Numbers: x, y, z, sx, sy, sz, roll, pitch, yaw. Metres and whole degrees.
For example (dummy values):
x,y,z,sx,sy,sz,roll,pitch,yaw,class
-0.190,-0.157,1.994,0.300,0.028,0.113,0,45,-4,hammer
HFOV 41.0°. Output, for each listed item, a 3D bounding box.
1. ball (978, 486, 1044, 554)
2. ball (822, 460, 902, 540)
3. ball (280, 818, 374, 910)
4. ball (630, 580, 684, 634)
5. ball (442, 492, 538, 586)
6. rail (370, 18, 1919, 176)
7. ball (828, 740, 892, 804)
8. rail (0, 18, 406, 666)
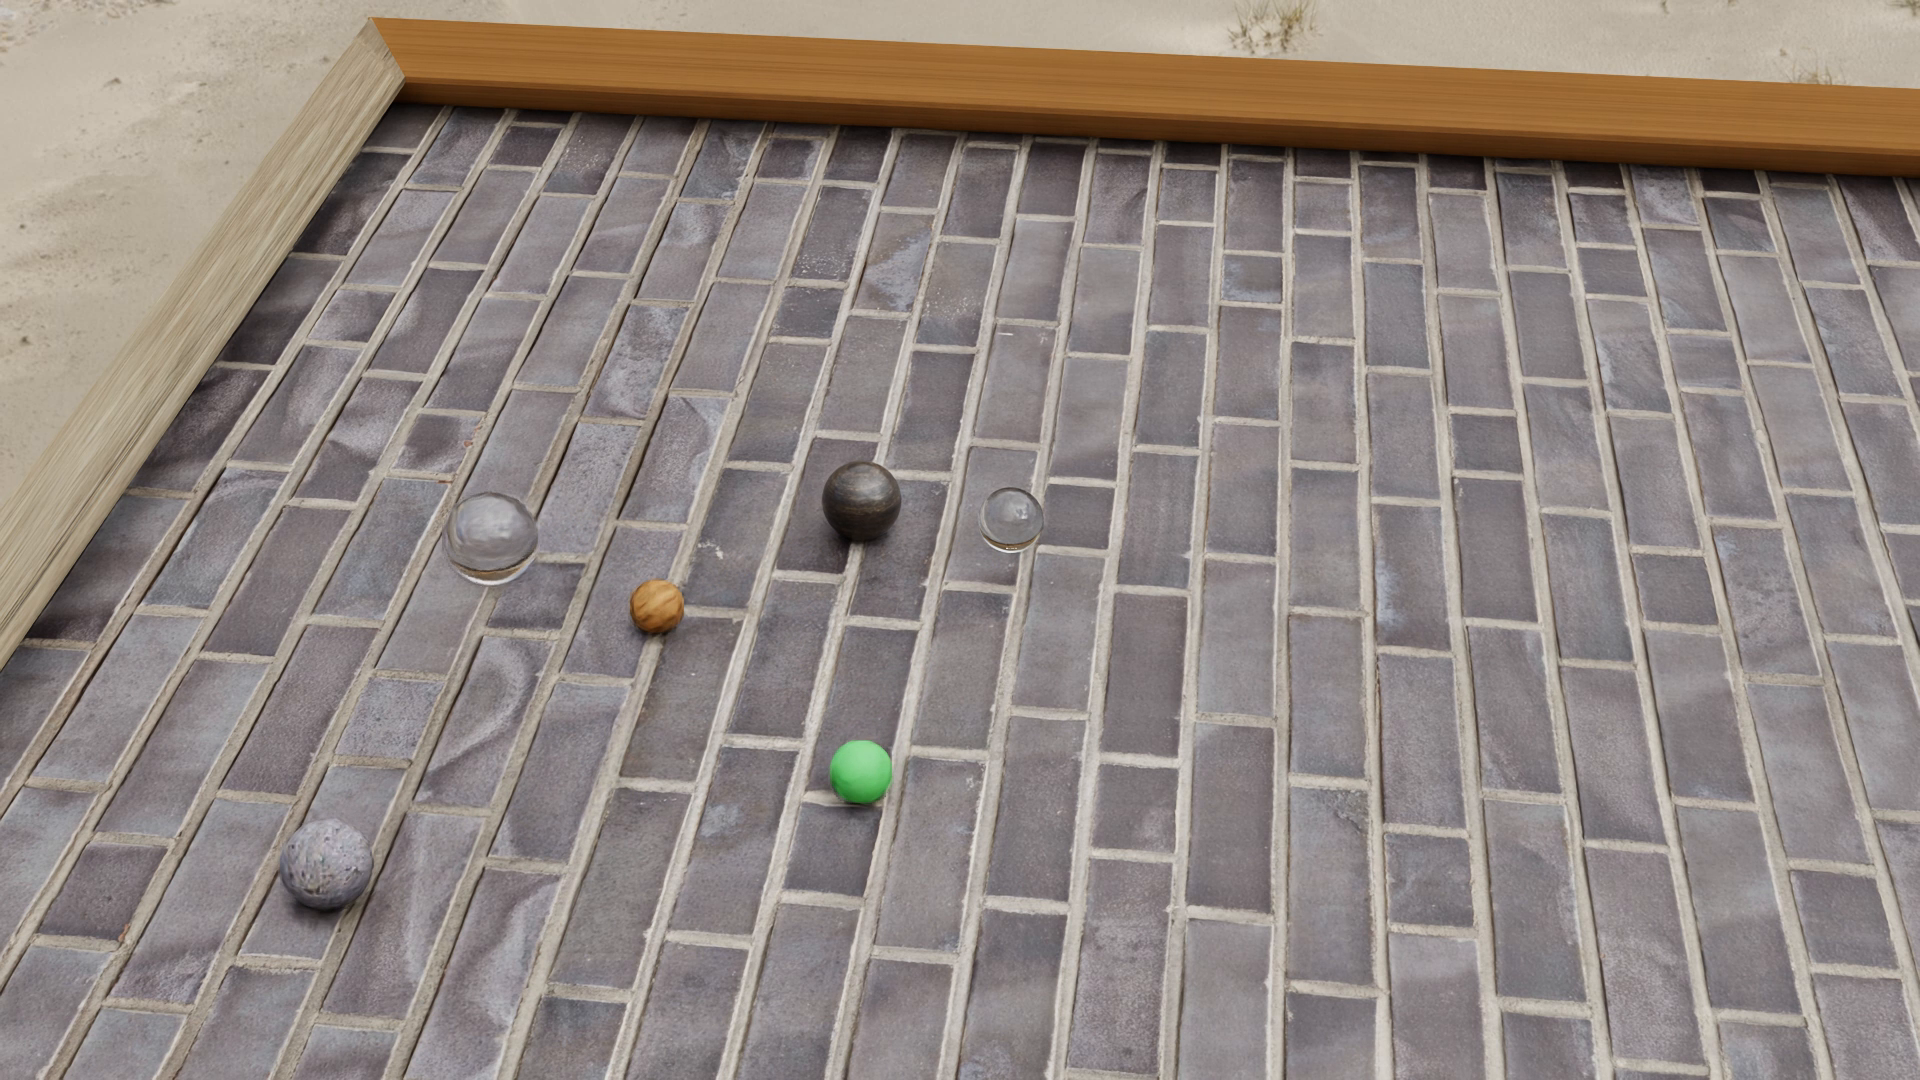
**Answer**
x,y,z,sx,sy,sz,roll,pitch,yaw,class
0.040,-0.016,2.000,0.052,0.052,0.052,0,35,0,ball
-0.077,-0.031,2.013,0.063,0.063,0.063,0,35,0,ball
-0.411,0.211,1.667,0.059,0.059,0.059,0,35,0,ball
-0.226,0.050,1.915,0.041,0.041,0.041,0,35,0,ball
-0.359,-0.001,1.962,0.072,0.072,0.072,0,35,0,ball
0.778,-0.397,2.513,2.792,0.093,0.045,4,35,5,rail
-0.068,0.158,1.756,0.043,0.043,0.043,0,35,0,ball
-0.670,-0.060,2.026,0.045,0.093,1.549,4,35,5,rail
